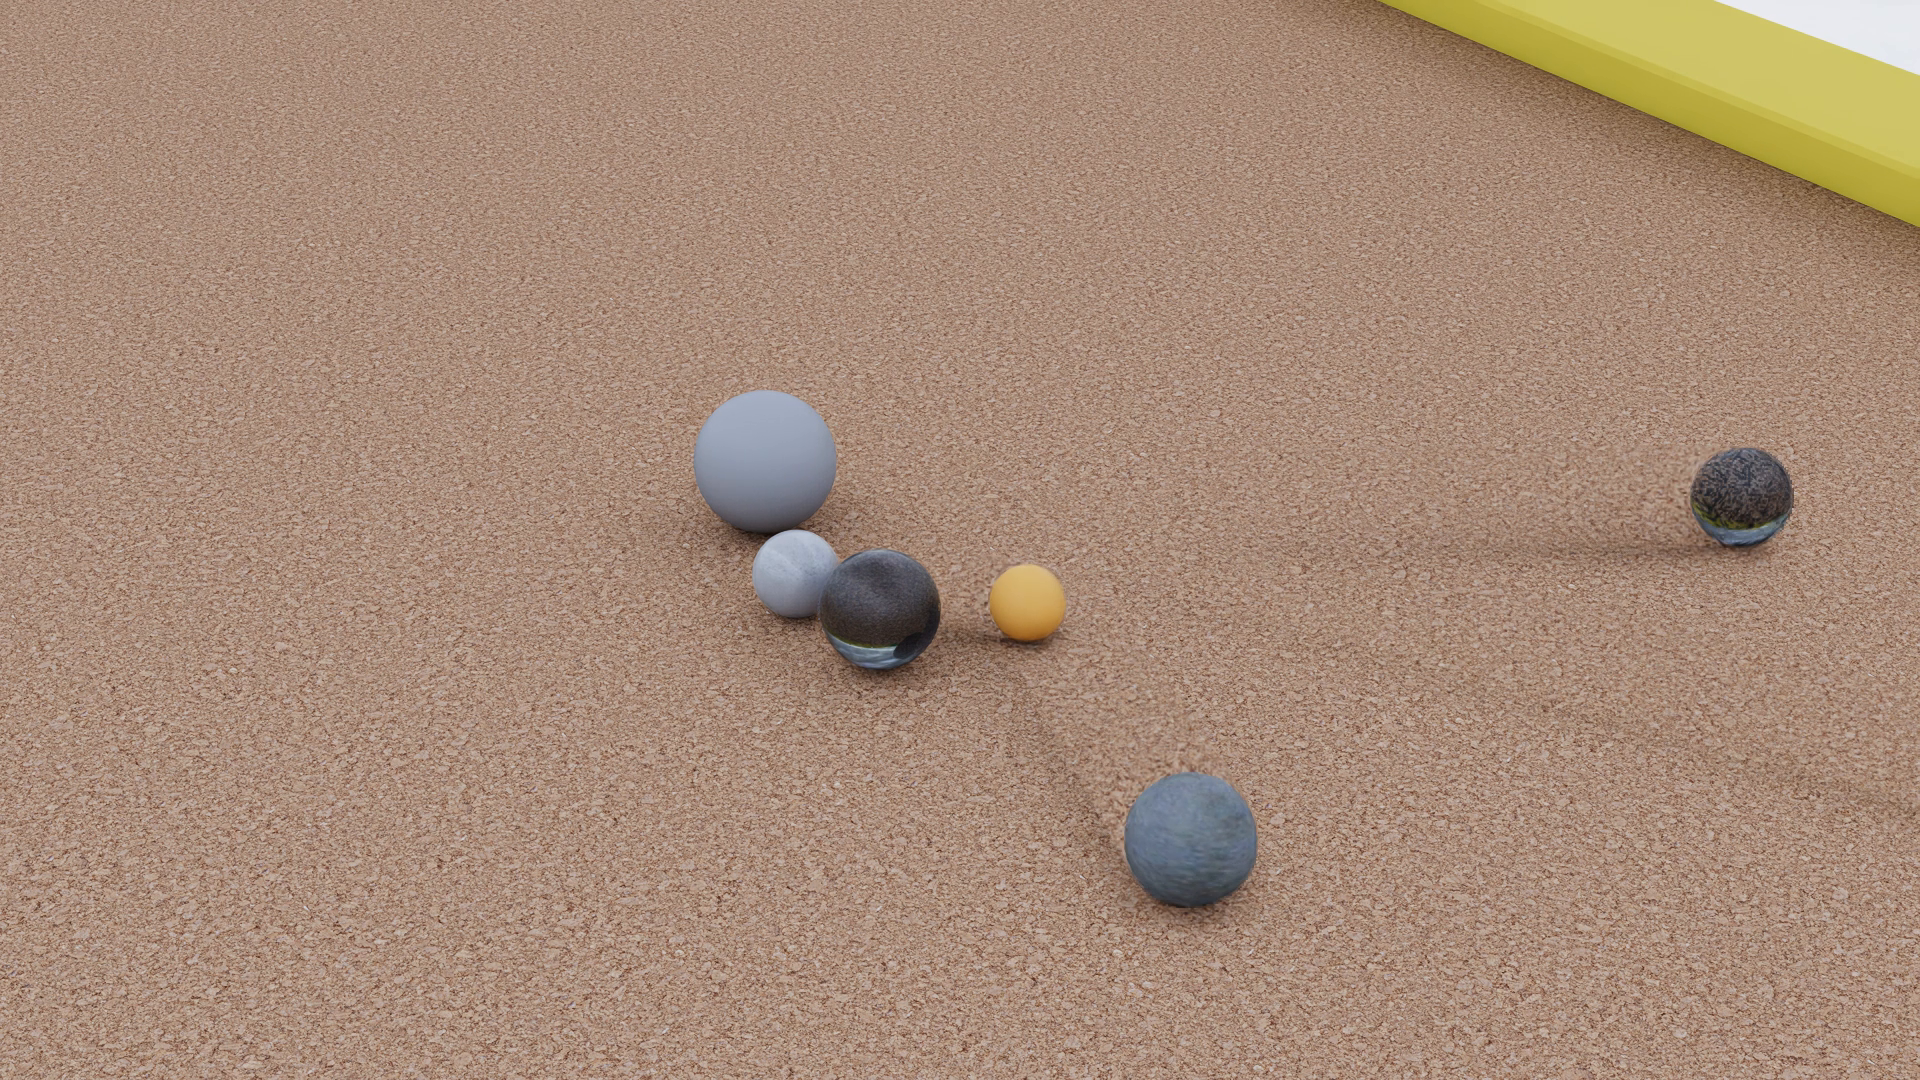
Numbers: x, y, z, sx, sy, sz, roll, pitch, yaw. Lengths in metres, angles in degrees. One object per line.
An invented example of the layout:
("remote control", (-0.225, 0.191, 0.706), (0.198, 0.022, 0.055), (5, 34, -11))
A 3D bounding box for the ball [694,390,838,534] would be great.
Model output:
("ball", (-0.134, -0.054, 2.030), (0.099, 0.099, 0.099), (0, 27, 0))

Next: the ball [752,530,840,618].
("ball", (-0.107, 0.022, 1.926), (0.058, 0.058, 0.058), (0, 27, 0))

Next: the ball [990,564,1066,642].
("ball", (0.044, 0.040, 1.899), (0.050, 0.050, 0.050), (0, 27, 0))

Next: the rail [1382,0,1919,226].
("rail", (0.413, -0.651, 3.165), (0.045, 0.129, 3.958), (-15, 30, -26))

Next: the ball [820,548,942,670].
("ball", (-0.050, 0.044, 1.863), (0.077, 0.077, 0.077), (0, 27, 0))

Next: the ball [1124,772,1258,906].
("ball", (0.128, 0.165, 1.628), (0.074, 0.074, 0.074), (0, 27, 0))

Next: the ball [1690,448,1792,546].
("ball", (0.535, -0.029, 2.017), (0.068, 0.068, 0.068), (0, 27, 0))
